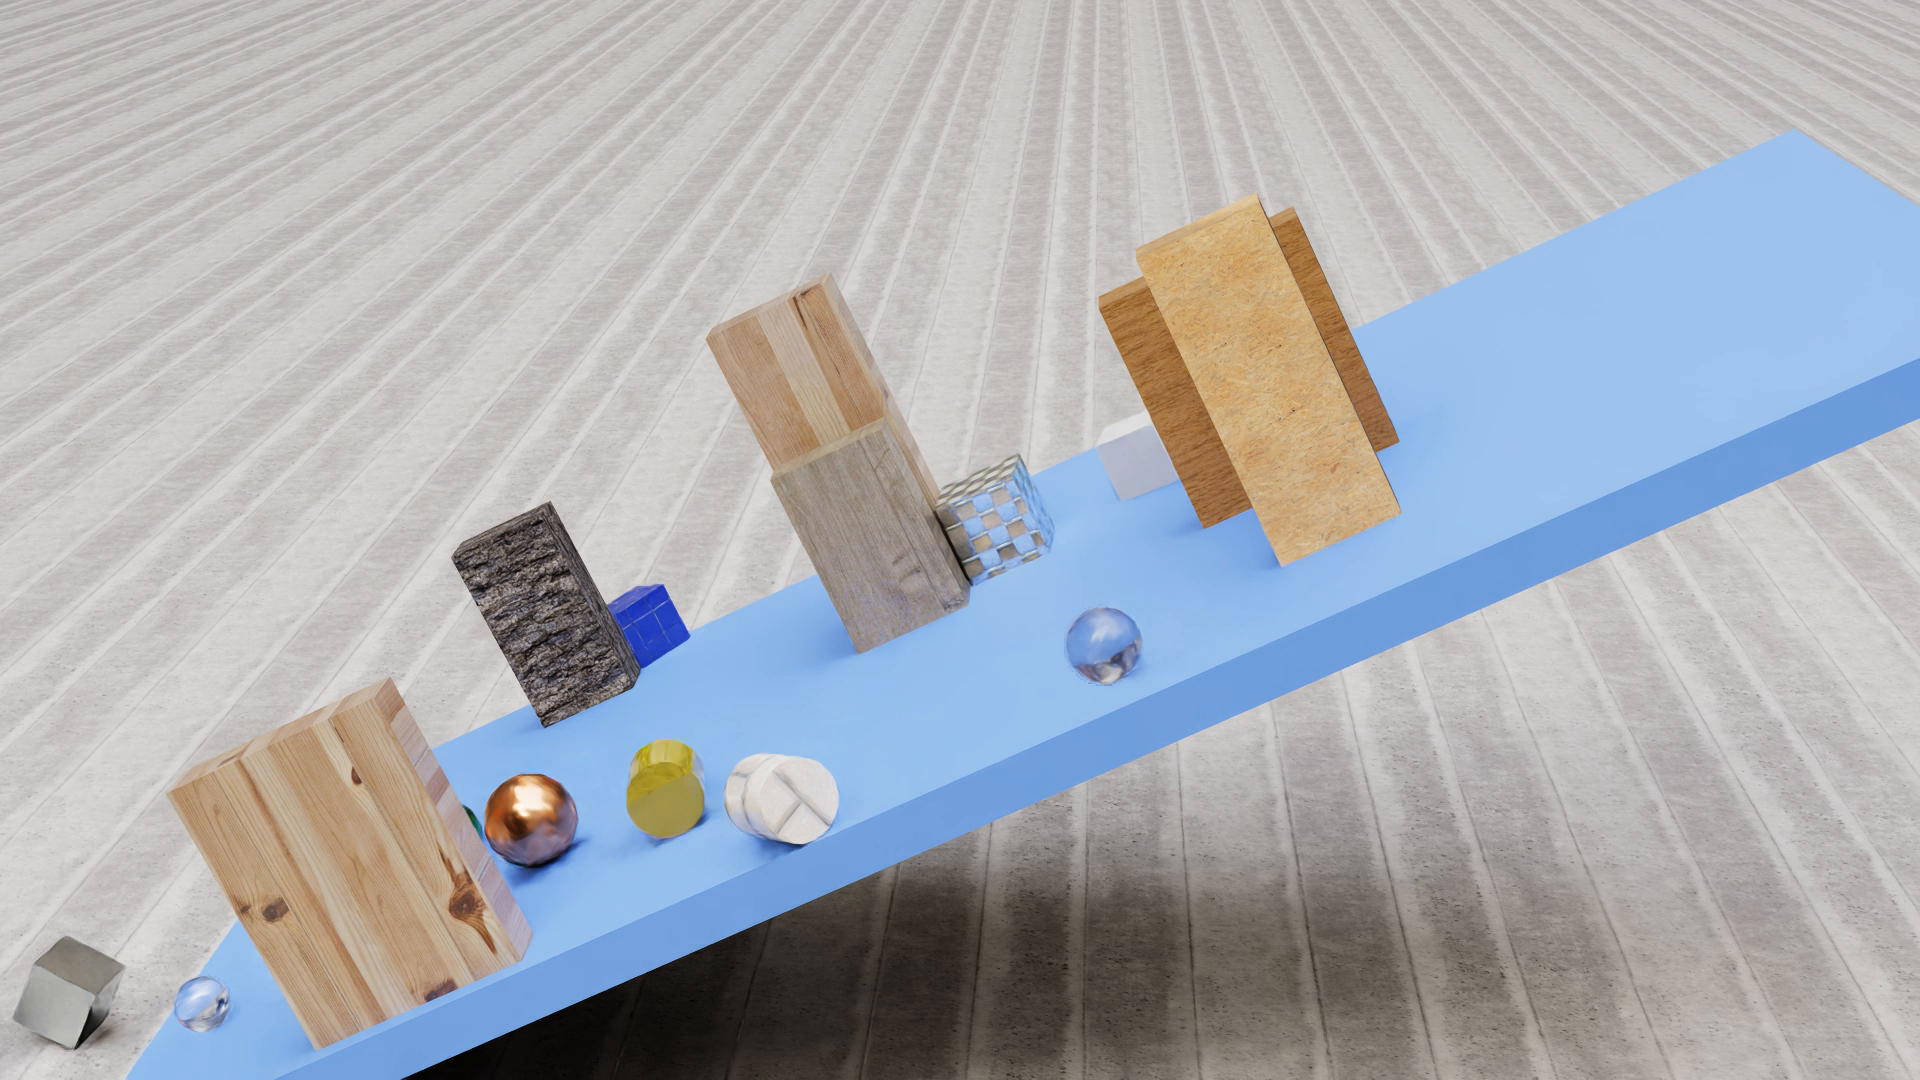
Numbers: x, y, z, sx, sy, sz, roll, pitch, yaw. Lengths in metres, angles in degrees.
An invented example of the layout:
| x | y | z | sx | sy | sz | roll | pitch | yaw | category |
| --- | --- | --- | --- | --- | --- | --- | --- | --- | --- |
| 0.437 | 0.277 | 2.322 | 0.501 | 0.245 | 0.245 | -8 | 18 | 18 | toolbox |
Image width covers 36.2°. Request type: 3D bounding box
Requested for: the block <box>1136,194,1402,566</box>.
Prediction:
| x | y | z | sx | sy | sz | roll | pitch | yaw | category |
| --- | --- | --- | --- | --- | --- | --- | --- | --- | --- |
| 0.584 | -0.300 | 5.562 | 0.249 | 0.656 | 0.117 | -24 | 13 | 9 | block |

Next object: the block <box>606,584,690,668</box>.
| x | y | z | sx | sy | sz | roll | pitch | yaw | category |
| --- | --- | --- | --- | --- | --- | --- | --- | --- | --- |
| -0.798 | 0.217 | 7.326 | 0.152 | 0.152 | 0.152 | -34 | 15 | -29 | block |

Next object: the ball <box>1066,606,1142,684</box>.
| x | y | z | sx | sy | sz | roll | pitch | yaw | category |
| --- | --- | --- | --- | --- | --- | --- | --- | --- | --- |
| 0.265 | 0.193 | 5.413 | 0.142 | 0.142 | 0.142 | 0 | 16 | 0 | ball |

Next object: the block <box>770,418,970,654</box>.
| x | y | z | sx | sy | sz | roll | pitch | yaw | category |
| --- | --- | --- | --- | --- | --- | --- | --- | --- | --- |
| -0.193 | -0.009 | 6.416 | 0.266 | 0.434 | 0.120 | -24 | 13 | 9 | block |

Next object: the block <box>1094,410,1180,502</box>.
| x | y | z | sx | sy | sz | roll | pitch | yaw | category |
| --- | --- | --- | --- | --- | --- | --- | --- | --- | --- |
| 0.408 | -0.195 | 6.616 | 0.142 | 0.142 | 0.142 | -22 | 14 | 19 | block |

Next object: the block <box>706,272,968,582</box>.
| x | y | z | sx | sy | sz | roll | pitch | yaw | category |
| --- | --- | --- | --- | --- | --- | --- | --- | --- | --- |
| -0.261 | -0.194 | 6.573 | 0.296 | 0.744 | 0.123 | -24 | 13 | 9 | block |

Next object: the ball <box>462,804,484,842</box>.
| x | y | z | sx | sy | sz | roll | pitch | yaw | category |
| --- | --- | --- | --- | --- | --- | --- | --- | --- | --- |
| -1.098 | 0.637 | 6.285 | 0.159 | 0.159 | 0.159 | 0 | 16 | 0 | ball |

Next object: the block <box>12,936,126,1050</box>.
| x | y | z | sx | sy | sz | roll | pitch | yaw | category |
| --- | --- | --- | --- | --- | --- | --- | --- | --- | --- |
| -1.937 | 0.984 | 6.398 | 0.151 | 0.151 | 0.151 | 27 | 20 | 2 | block |

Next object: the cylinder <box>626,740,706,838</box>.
| x | y | z | sx | sy | sz | roll | pitch | yaw | category |
| --- | --- | --- | --- | --- | --- | --- | --- | --- | --- |
| -0.585 | 0.494 | 5.853 | 0.156 | 0.156 | 0.156 | -1 | 13 | -4 | cylinder |

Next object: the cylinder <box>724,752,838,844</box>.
| x | y | z | sx | sy | sz | roll | pitch | yaw | category |
| --- | --- | --- | --- | --- | --- | --- | --- | --- | --- |
| -0.331 | 0.476 | 5.435 | 0.158 | 0.158 | 0.158 | -9 | 4 | -29 | cylinder |

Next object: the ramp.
| x | y | z | sx | sy | sz | roll | pitch | yaw | category |
| --- | --- | --- | --- | --- | --- | --- | --- | --- | --- |
| 0.137 | 0.168 | 6.282 | 4.000 | 0.100 | 2.000 | -24 | 13 | 9 | ramp |

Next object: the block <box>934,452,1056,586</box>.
| x | y | z | sx | sy | sz | roll | pitch | yaw | category |
| --- | --- | --- | --- | --- | --- | --- | --- | --- | --- |
| 0.079 | -0.046 | 6.567 | 0.193 | 0.193 | 0.193 | -24 | 14 | 13 | block |

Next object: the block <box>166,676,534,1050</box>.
| x | y | z | sx | sy | sz | roll | pitch | yaw | category |
| --- | --- | --- | --- | --- | --- | --- | --- | --- | --- |
| -1.146 | 0.614 | 5.553 | 0.448 | 0.576 | 0.123 | -24 | 13 | 9 | block |

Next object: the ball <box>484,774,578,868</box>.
| x | y | z | sx | sy | sz | roll | pitch | yaw | category |
| --- | --- | --- | --- | --- | --- | --- | --- | --- | --- |
| -0.881 | 0.575 | 6.034 | 0.192 | 0.192 | 0.192 | 0 | 16 | 0 | ball |

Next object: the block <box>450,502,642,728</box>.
| x | y | z | sx | sy | sz | roll | pitch | yaw | category |
| --- | --- | --- | --- | --- | --- | --- | --- | --- | --- |
| -1.001 | 0.181 | 7.134 | 0.245 | 0.479 | 0.135 | -24 | 13 | 9 | block |

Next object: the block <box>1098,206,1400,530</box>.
| x | y | z | sx | sy | sz | roll | pitch | yaw | category |
| --- | --- | --- | --- | --- | --- | --- | --- | --- | --- |
| 0.594 | -0.353 | 6.052 | 0.439 | 0.514 | 0.127 | -24 | 13 | 9 | block |

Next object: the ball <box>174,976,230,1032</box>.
| x | y | z | sx | sy | sz | roll | pitch | yaw | category |
| --- | --- | --- | --- | --- | --- | --- | --- | --- | --- |
| -1.558 | 0.955 | 6.049 | 0.114 | 0.114 | 0.114 | 0 | 16 | 0 | ball |
